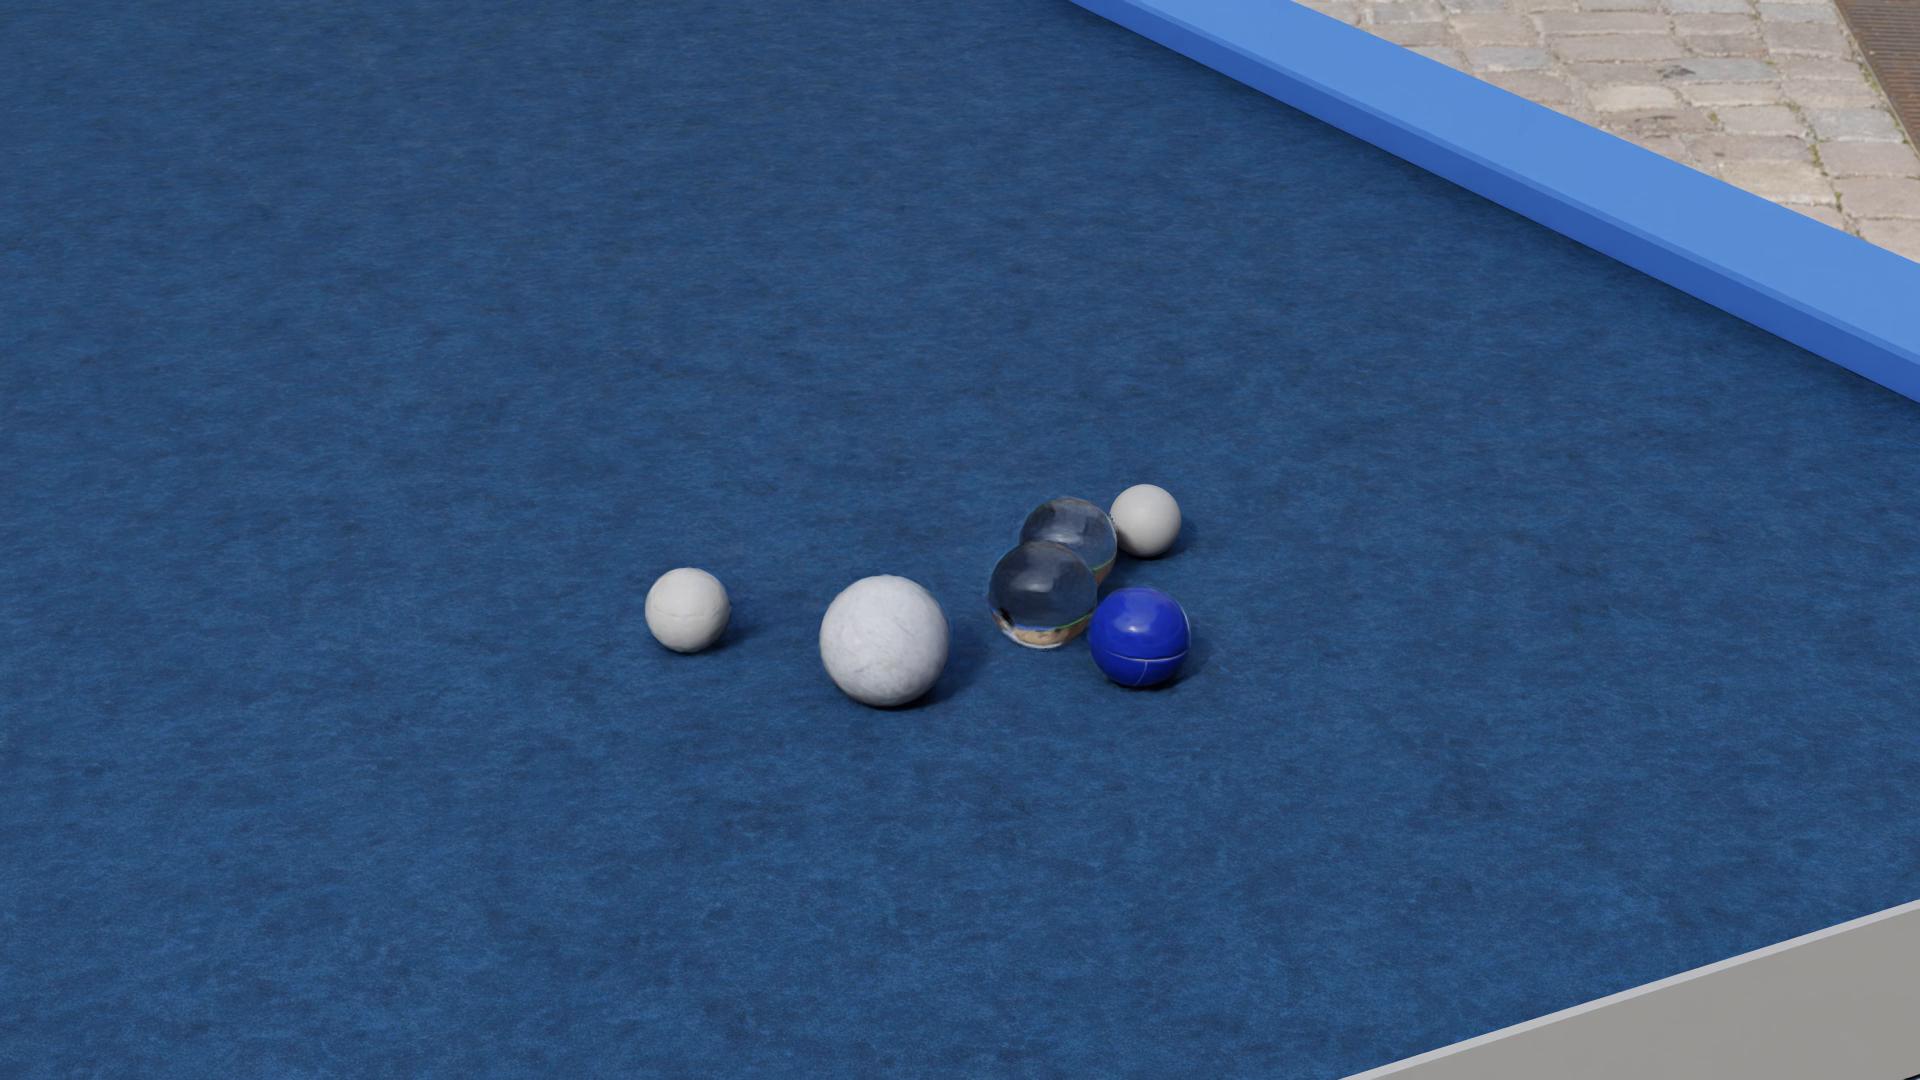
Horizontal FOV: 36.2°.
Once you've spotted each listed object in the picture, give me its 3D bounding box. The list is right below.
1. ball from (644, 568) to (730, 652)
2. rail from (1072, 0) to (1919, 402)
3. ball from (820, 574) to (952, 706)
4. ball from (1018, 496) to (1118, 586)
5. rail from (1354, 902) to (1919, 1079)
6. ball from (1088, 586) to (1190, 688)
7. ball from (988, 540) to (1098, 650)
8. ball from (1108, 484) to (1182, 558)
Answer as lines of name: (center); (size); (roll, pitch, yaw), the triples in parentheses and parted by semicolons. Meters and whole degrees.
ball: (-0.188, 0.048, 2.033); (0.059, 0.059, 0.059); (0, 25, 0)
rail: (0.414, -0.471, 3.092); (0.045, 0.114, 3.116); (-12, 27, -24)
ball: (-0.050, 0.067, 1.958); (0.088, 0.088, 0.088); (0, 25, 0)
ball: (0.078, 0.004, 2.113); (0.071, 0.071, 0.071); (0, 25, 0)
rail: (0.338, 0.263, 1.499); (1.752, 0.114, 0.045); (-12, 27, -24)
ball: (0.121, 0.065, 1.985); (0.069, 0.069, 0.069); (0, 25, 0)
ball: (0.057, 0.038, 2.035); (0.076, 0.076, 0.076); (0, 25, 0)
ball: (0.137, -0.014, 2.174); (0.054, 0.054, 0.054); (0, 25, 0)
